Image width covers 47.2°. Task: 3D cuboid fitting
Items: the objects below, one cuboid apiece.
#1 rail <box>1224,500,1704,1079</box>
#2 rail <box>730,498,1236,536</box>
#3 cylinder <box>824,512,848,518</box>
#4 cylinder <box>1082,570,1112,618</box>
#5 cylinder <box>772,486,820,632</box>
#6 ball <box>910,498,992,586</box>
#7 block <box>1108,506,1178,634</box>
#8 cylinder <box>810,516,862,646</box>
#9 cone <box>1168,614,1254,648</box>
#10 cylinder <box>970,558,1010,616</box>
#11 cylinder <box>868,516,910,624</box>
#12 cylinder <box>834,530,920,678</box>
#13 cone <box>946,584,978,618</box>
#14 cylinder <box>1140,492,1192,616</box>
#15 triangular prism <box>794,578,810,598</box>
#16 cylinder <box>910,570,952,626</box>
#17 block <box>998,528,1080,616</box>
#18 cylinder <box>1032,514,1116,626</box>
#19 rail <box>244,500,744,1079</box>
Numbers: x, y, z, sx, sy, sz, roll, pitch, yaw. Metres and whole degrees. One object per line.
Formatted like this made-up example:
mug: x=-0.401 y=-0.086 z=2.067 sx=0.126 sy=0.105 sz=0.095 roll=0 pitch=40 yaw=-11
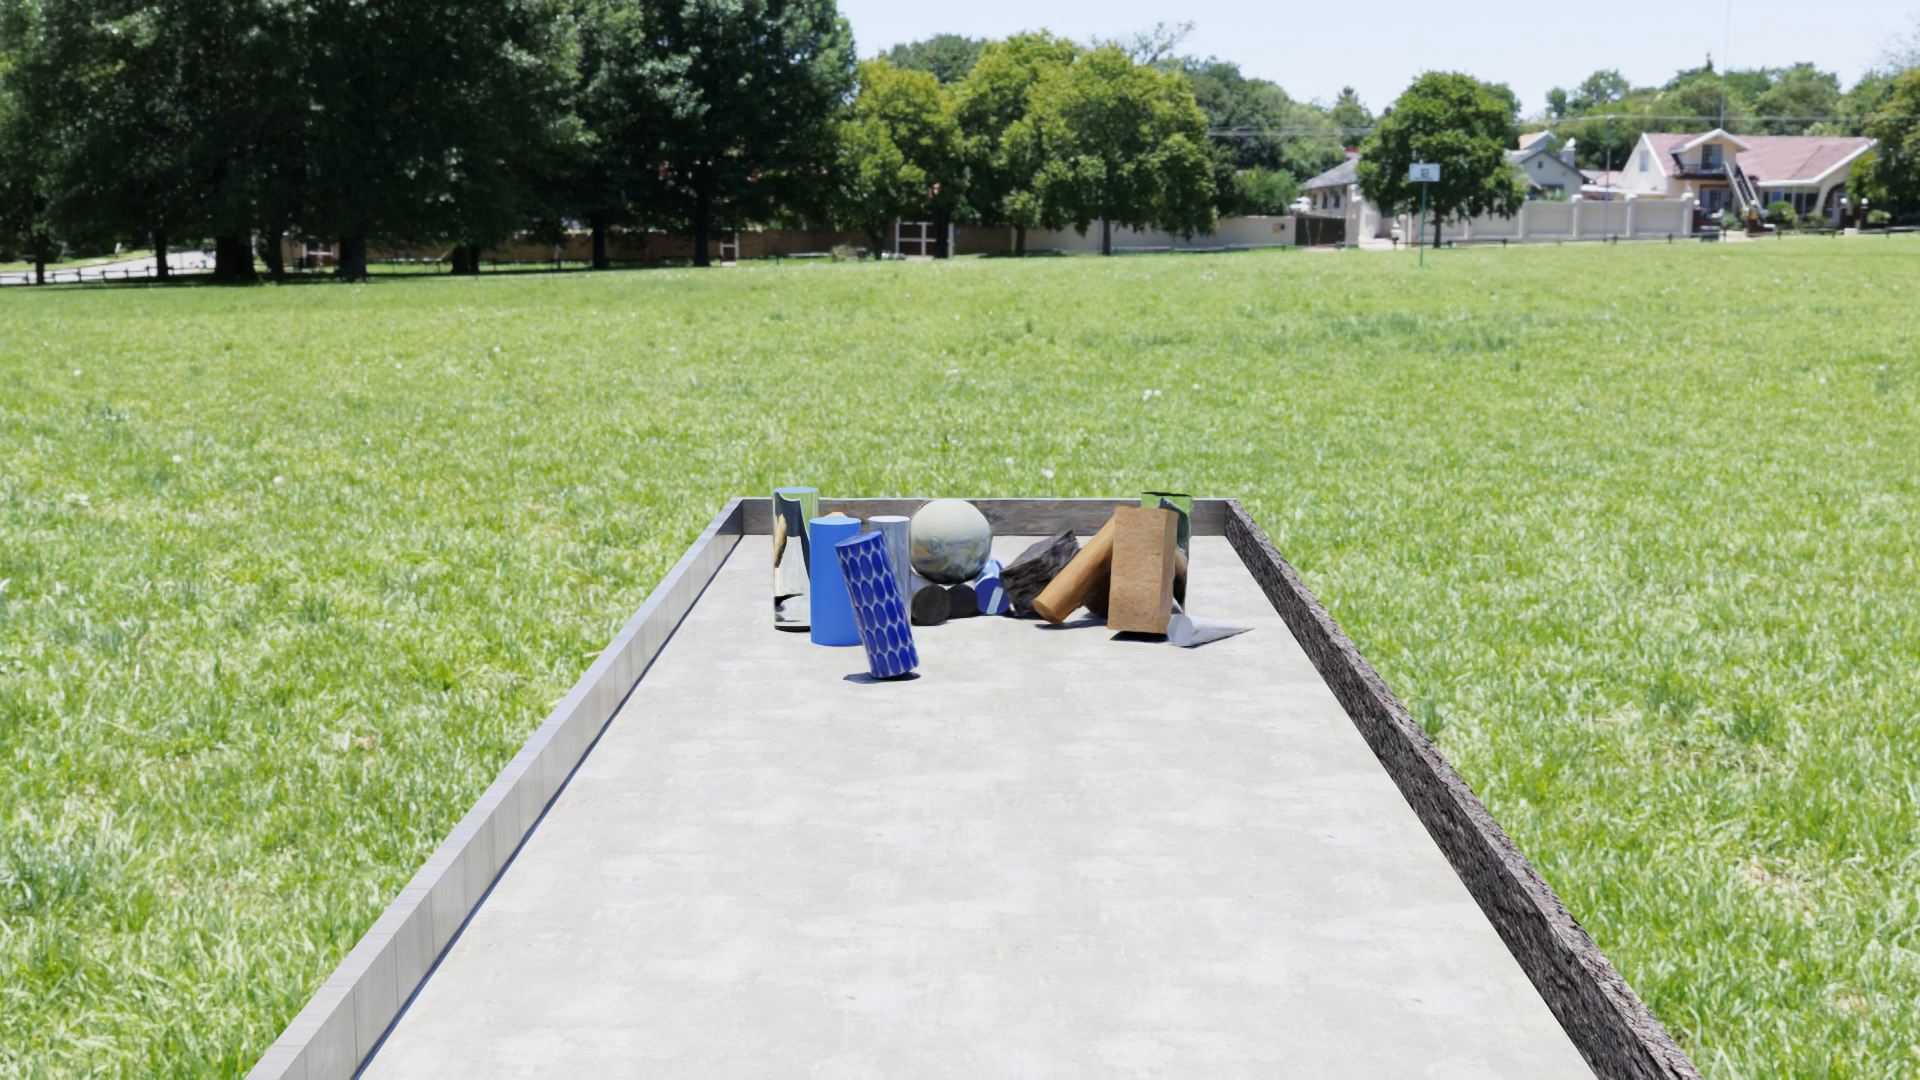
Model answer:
rail: x=1.046 y=0.843 z=3.208 sx=0.050 sy=0.150 sz=12.000 roll=0 pitch=9 yaw=1
rail: x=0.099 y=-0.098 z=9.147 sx=2.100 sy=0.150 sz=0.050 roll=0 pitch=9 yaw=1
cylinder: x=-0.347 y=0.086 z=7.427 sx=0.128 sy=0.128 sz=0.425 roll=-5 pitch=41 yaw=-31
cylinder: x=0.542 y=0.132 z=7.489 sx=0.168 sy=0.168 sz=0.333 roll=4 pitch=18 yaw=22
cylinder: x=-0.533 y=0.062 z=7.165 sx=0.151 sy=0.454 sz=0.151 roll=0 pitch=9 yaw=0
ball: x=-0.039 y=0.007 z=7.517 sx=0.301 sy=0.301 sz=0.301 roll=0 pitch=9 yaw=0
block: x=0.587 y=0.099 z=7.049 sx=0.166 sy=0.392 sz=0.166 roll=3 pitch=-3 yaw=19
cylinder: x=-0.392 y=0.129 z=6.961 sx=0.165 sy=0.386 sz=0.165 roll=0 pitch=9 yaw=0
cone: x=0.834 y=0.285 z=7.040 sx=0.106 sy=0.106 sz=0.418 roll=8 pitch=5 yaw=43
cylinder: x=0.102 y=0.156 z=7.609 sx=0.131 sy=0.131 sz=0.423 roll=0 pitch=9 yaw=-2
cylinder: x=-0.214 y=0.149 z=6.693 sx=0.126 sy=0.431 sz=0.126 roll=0 pitch=9 yaw=0
cylinder: x=-0.242 y=0.189 z=6.442 sx=0.145 sy=0.406 sz=0.145 roll=-15 pitch=10 yaw=3
cone: x=-0.050 y=0.206 z=7.521 sx=0.117 sy=0.117 sz=0.371 roll=-3 pitch=0 yaw=-17
cylinder: x=0.666 y=0.062 z=7.224 sx=0.169 sy=0.424 sz=0.169 roll=3 pitch=5 yaw=0
triangular prism: x=-0.350 y=0.184 z=7.229 sx=0.129 sy=0.112 sz=0.441 roll=24 pitch=-5 yaw=-42
cylinder: x=-0.151 y=0.186 z=7.403 sx=0.135 sy=0.135 sz=0.373 roll=-3 pitch=10 yaw=-19
block: x=0.292 y=0.108 z=7.521 sx=0.160 sy=0.160 sz=0.428 roll=-23 pitch=5 yaw=21
cylinder: x=0.430 y=0.087 z=7.259 sx=0.444 sy=0.118 sz=0.118 roll=-46 pitch=27 yaw=-17
rail: x=-1.004 y=0.839 z=3.234 sx=0.050 sy=0.150 sz=12.000 roll=0 pitch=9 yaw=1
